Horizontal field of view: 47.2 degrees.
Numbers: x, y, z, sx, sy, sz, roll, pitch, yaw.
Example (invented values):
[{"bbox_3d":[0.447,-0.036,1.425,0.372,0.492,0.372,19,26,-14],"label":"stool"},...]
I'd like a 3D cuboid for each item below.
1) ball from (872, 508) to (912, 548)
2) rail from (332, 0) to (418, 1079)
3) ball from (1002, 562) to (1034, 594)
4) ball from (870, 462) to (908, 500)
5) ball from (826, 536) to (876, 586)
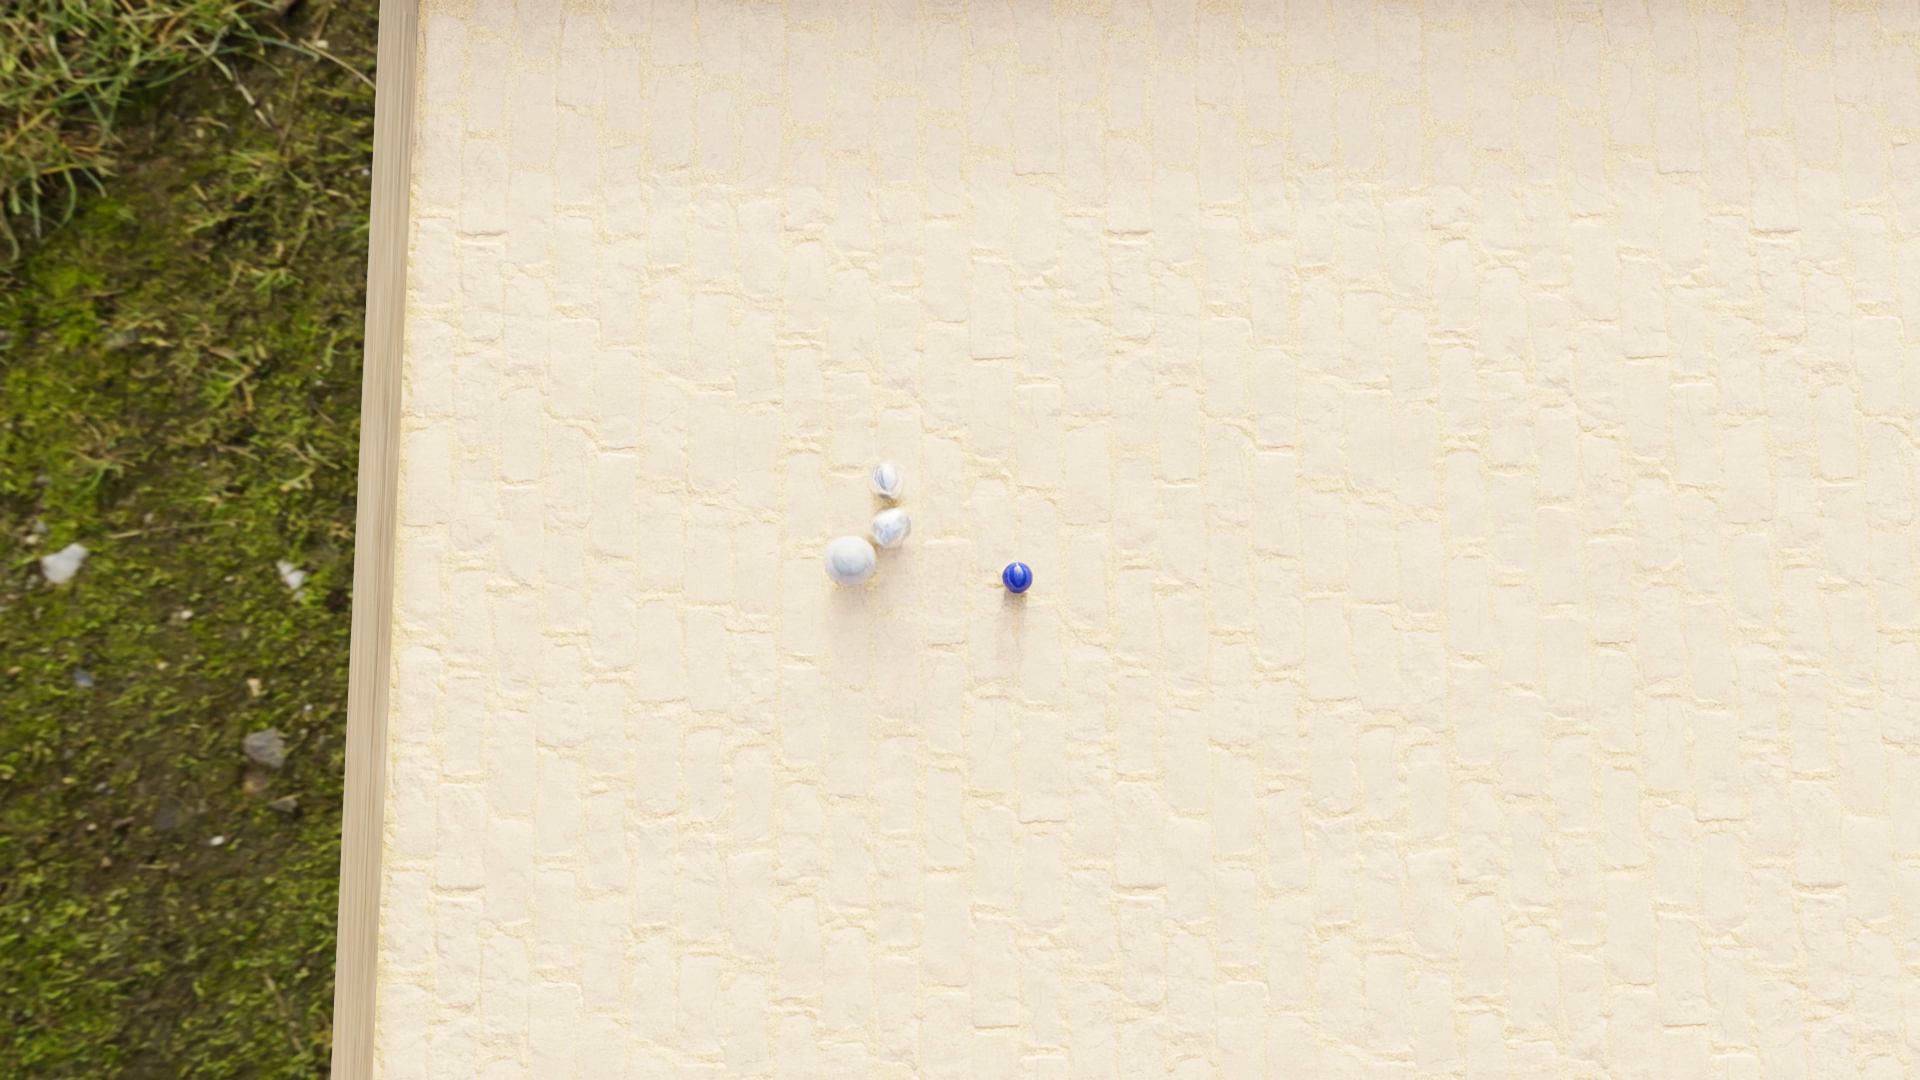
[{"bbox_3d":[-0.102,-0.017,3.290,0.061,0.061,0.061,0,80,0],"label":"ball"},{"bbox_3d":[-0.862,-0.002,3.268,0.045,0.097,1.920,0,80,0],"label":"rail"},{"bbox_3d":[0.086,0.056,3.284,0.048,0.048,0.048,0,80,0],"label":"ball"},{"bbox_3d":[-0.108,-0.089,3.305,0.057,0.057,0.057,0,80,0],"label":"ball"},{"bbox_3d":[-0.162,0.031,3.275,0.075,0.075,0.075,0,80,0],"label":"ball"}]
